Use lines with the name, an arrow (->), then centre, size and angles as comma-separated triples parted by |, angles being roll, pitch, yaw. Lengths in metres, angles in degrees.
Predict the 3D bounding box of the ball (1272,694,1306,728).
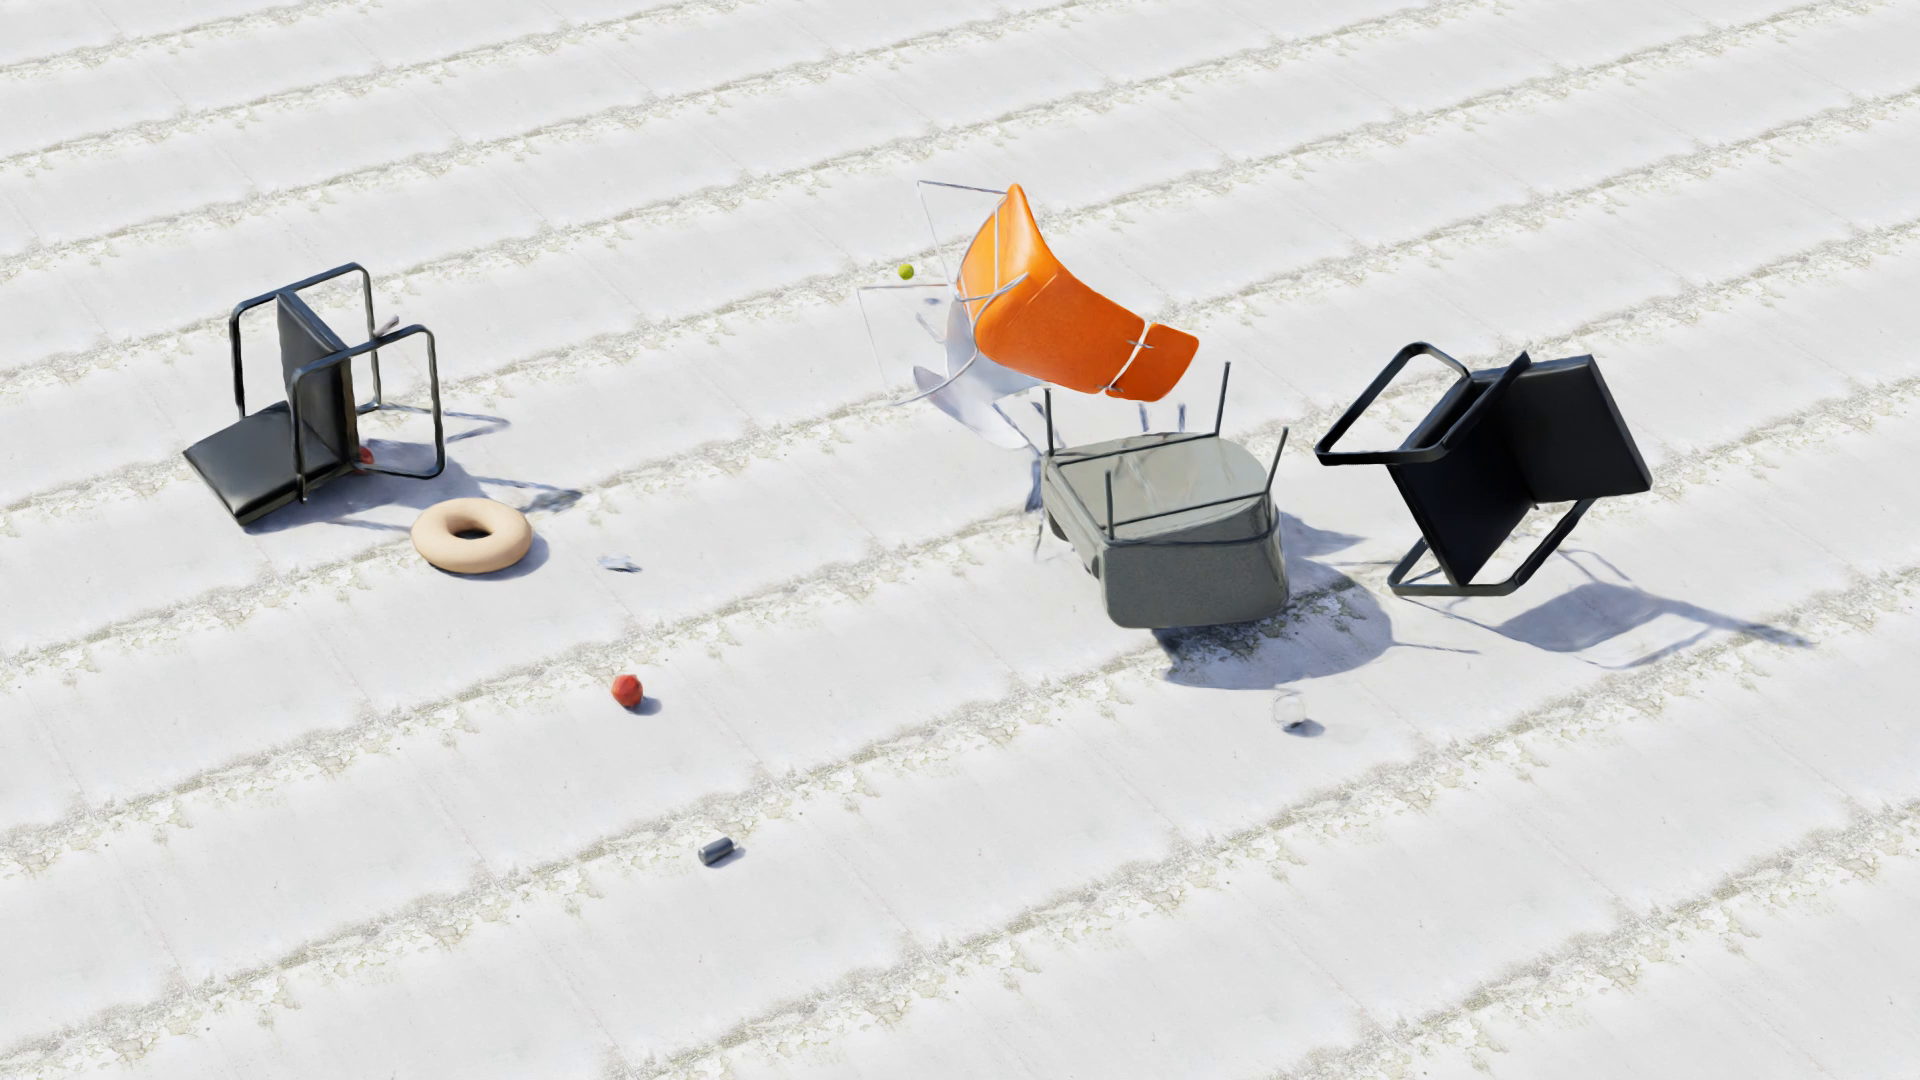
ball -> 1.117, 0.582, 9.956 | 0.115, 0.115, 0.115 | 0, 33, 0

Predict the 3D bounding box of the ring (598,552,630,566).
ring -> -1.272, 0.070, 10.792 | 0.148, 0.018, 0.075 | 1, 33, 32

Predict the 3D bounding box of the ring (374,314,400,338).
ring -> -2.136, -0.797, 10.927 | 0.116, 0.036, 0.150 | -41, 9, -9

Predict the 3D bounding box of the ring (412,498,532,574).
ring -> -1.809, -0.018, 10.867 | 0.465, 0.119, 0.403 | 16, 37, 21
